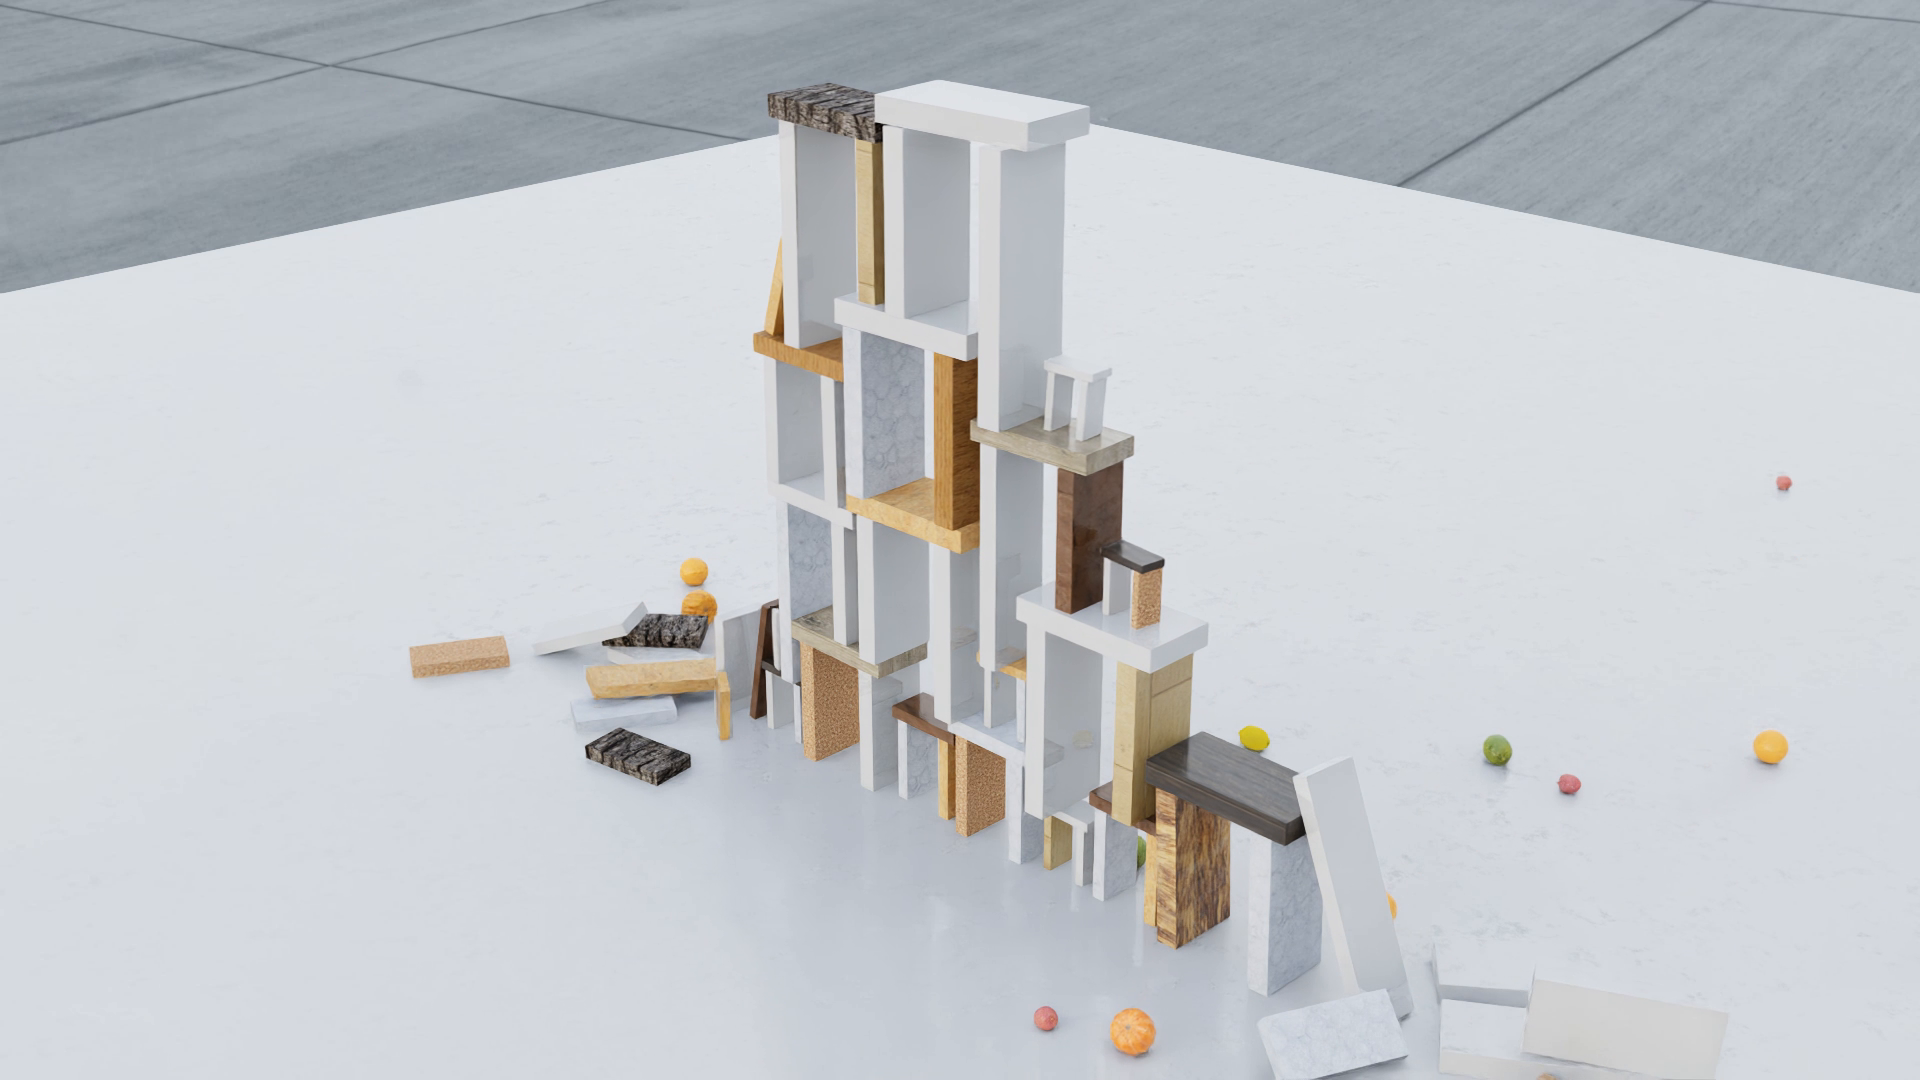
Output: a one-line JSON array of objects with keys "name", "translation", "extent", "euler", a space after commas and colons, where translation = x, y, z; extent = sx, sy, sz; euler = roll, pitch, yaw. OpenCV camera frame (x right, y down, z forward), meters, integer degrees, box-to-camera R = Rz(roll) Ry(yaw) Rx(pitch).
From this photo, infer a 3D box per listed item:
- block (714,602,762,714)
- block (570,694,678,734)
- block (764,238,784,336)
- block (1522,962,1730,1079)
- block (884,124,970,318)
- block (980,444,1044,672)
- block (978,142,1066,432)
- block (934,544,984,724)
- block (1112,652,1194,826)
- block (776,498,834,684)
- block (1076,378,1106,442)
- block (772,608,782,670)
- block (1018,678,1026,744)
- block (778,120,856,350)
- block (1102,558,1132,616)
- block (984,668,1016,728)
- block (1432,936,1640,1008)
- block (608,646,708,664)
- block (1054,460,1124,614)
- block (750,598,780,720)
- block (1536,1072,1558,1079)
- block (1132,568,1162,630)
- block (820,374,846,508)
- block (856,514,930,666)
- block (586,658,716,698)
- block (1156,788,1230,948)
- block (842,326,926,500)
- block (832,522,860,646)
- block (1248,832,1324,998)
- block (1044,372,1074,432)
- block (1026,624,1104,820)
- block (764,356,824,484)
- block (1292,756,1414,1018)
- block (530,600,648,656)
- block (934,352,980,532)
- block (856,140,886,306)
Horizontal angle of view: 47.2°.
[{"name": "block", "translation": [-0.480, 0.262, 4.850], "extent": [0.115, 0.230, 0.033], "euler": [-18, 30, -36]}, {"name": "block", "translation": [-0.740, 0.376, 4.836], "extent": [0.218, 0.031, 0.109], "euler": [-7, 24, -15]}, {"name": "block", "translation": [-0.324, -0.511, 4.358], "extent": [0.103, 0.207, 0.029], "euler": [-21, 48, -40]}, {"name": "block", "translation": [1.083, 0.790, 3.588], "extent": [0.304, 0.152, 0.043], "euler": [8, 28, 12]}, {"name": "block", "translation": [-0.059, -0.595, 4.023], "extent": [0.049, 0.348, 0.174], "euler": [21, 30, 39]}, {"name": "block", "translation": [0.096, 0.017, 4.110], "extent": [0.038, 0.449, 0.135], "euler": [19, 30, 38]}, {"name": "block", "translation": [0.109, -0.457, 3.904], "extent": [0.049, 0.509, 0.174], "euler": [19, 30, 38]}, {"name": "block", "translation": [0.020, 0.161, 4.266], "extent": [0.044, 0.370, 0.156], "euler": [21, 31, 40]}, {"name": "block", "translation": [0.349, 0.344, 3.985], "extent": [0.045, 0.320, 0.160], "euler": [21, 31, 40]}, {"name": "block", "translation": [-0.318, 0.091, 4.614], "extent": [0.131, 0.414, 0.037], "euler": [-21, 31, -40]}, {"name": "block", "translation": [0.232, -0.235, 3.887], "extent": [0.016, 0.112, 0.056], "euler": [24, 32, 35]}, {"name": "block", "translation": [-0.365, 0.206, 4.699], "extent": [0.068, 0.135, 0.019], "euler": [-13, 25, -28]}, {"name": "block", "translation": [0.140, 0.316, 4.202], "extent": [0.067, 0.135, 0.019], "euler": [-21, 30, -40]}, {"name": "block", "translation": [-0.273, -0.604, 4.271], "extent": [0.153, 0.445, 0.043], "euler": [-21, 31, -40]}, {"name": "block", "translation": [0.282, 0.077, 3.947], "extent": [0.055, 0.110, 0.016], "euler": [-19, 30, -38]}, {"name": "block", "translation": [0.078, 0.292, 4.258], "extent": [0.068, 0.135, 0.019], "euler": [-19, 30, -38]}, {"name": "block", "translation": [1.017, 0.772, 3.885], "extent": [0.347, 0.043, 0.152], "euler": [3, 23, 7]}, {"name": "block", "translation": [-0.692, 0.275, 5.071], "extent": [0.229, 0.033, 0.115], "euler": [18, 29, 36]}, {"name": "block", "translation": [0.233, -0.015, 3.957], "extent": [0.038, 0.271, 0.135], "euler": [21, 31, 40]}, {"name": "block", "translation": [-0.413, 0.257, 4.783], "extent": [0.067, 0.292, 0.019], "euler": [-21, 42, -40]}, {"name": "block", "translation": [1.001, 0.939, 3.506], "extent": [0.117, 0.033, 0.233], "euler": [-20, 30, -40]}, {"name": "block", "translation": [0.331, 0.100, 3.893], "extent": [0.055, 0.110, 0.016], "euler": [-16, 29, -33]}, {"name": "block", "translation": [-0.208, -0.210, 4.354], "extent": [0.134, 0.268, 0.038], "euler": [-21, 30, -40]}, {"name": "block", "translation": [-0.131, 0.078, 4.388], "extent": [0.044, 0.312, 0.156], "euler": [21, 31, 40]}, {"name": "block", "translation": [-0.552, 0.302, 4.944], "extent": [0.561, 0.029, 0.103], "euler": [-3, 23, -21]}, {"name": "block", "translation": [0.427, 0.572, 4.010], "extent": [0.157, 0.313, 0.044], "euler": [-21, 28, -40]}, {"name": "block", "translation": [-0.145, -0.264, 4.245], "extent": [0.048, 0.339, 0.170], "euler": [21, 30, 40]}, {"name": "block", "translation": [-0.197, 0.071, 4.467], "extent": [0.131, 0.263, 0.037], "euler": [-21, 31, -40]}, {"name": "block", "translation": [0.575, 0.631, 3.872], "extent": [0.157, 0.313, 0.044], "euler": [-21, 29, -40]}, {"name": "block", "translation": [0.178, -0.255, 3.934], "extent": [0.016, 0.112, 0.056], "euler": [24, 32, 36]}, {"name": "block", "translation": [0.196, 0.319, 4.139], "extent": [0.160, 0.394, 0.045], "euler": [-21, 31, -40]}, {"name": "block", "translation": [-0.332, -0.259, 4.470], "extent": [0.134, 0.268, 0.038], "euler": [-21, 31, -40]}, {"name": "block", "translation": [0.676, 0.608, 3.773], "extent": [0.117, 0.458, 0.033], "euler": [-18, 5, -35]}, {"name": "block", "translation": [-0.860, 0.204, 5.103], "extent": [0.267, 0.031, 0.109], "euler": [-13, 22, 28]}, {"name": "block", "translation": [0.028, -0.203, 4.103], "extent": [0.048, 0.339, 0.170], "euler": [20, 30, 39]}, {"name": "block", "translation": [-0.121, -0.605, 4.100], "extent": [0.043, 0.307, 0.153], "euler": [21, 31, 40]}]
